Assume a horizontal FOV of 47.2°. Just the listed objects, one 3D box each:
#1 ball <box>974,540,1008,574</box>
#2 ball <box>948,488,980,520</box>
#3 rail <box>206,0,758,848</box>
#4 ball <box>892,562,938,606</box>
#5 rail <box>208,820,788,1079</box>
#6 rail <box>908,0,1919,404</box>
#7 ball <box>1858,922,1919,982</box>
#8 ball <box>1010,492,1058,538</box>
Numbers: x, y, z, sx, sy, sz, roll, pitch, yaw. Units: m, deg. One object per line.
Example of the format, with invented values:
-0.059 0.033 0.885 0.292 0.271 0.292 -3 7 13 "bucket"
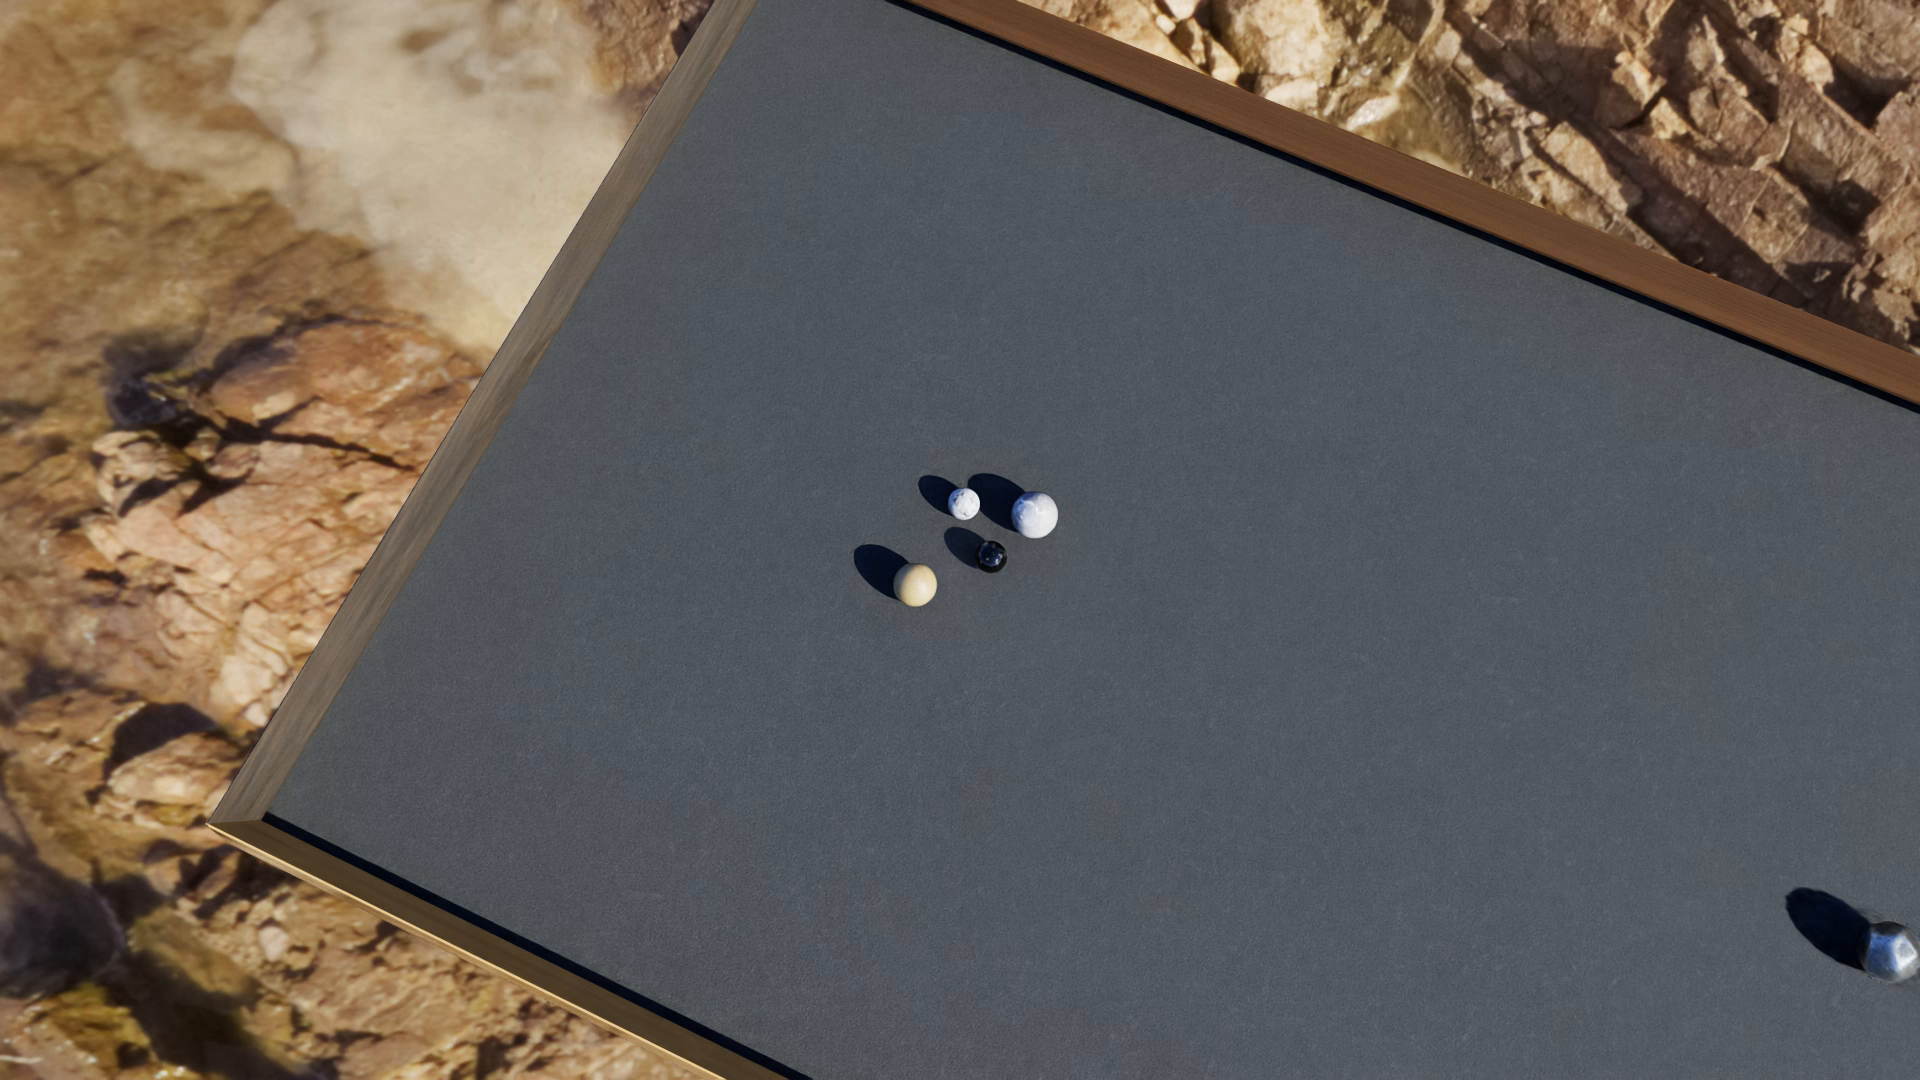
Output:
0.049 0.027 3.483 0.053 0.053 0.053 0 68 0 "ball"
0.006 -0.058 3.517 0.052 0.052 0.052 0 68 0 "ball"
-0.696 -0.317 3.586 0.045 0.115 1.826 24 70 9 "rail"
-0.071 0.070 3.456 0.070 0.070 0.070 0 68 0 "ball"
0.336 1.052 3.037 3.176 0.115 0.045 24 70 9 "rail"
1.099 -0.440 3.635 3.176 0.115 0.045 24 70 9 "rail"
1.366 0.605 3.231 0.088 0.088 0.088 0 68 0 "ball"
0.119 -0.040 3.497 0.075 0.075 0.075 0 68 0 "ball"
